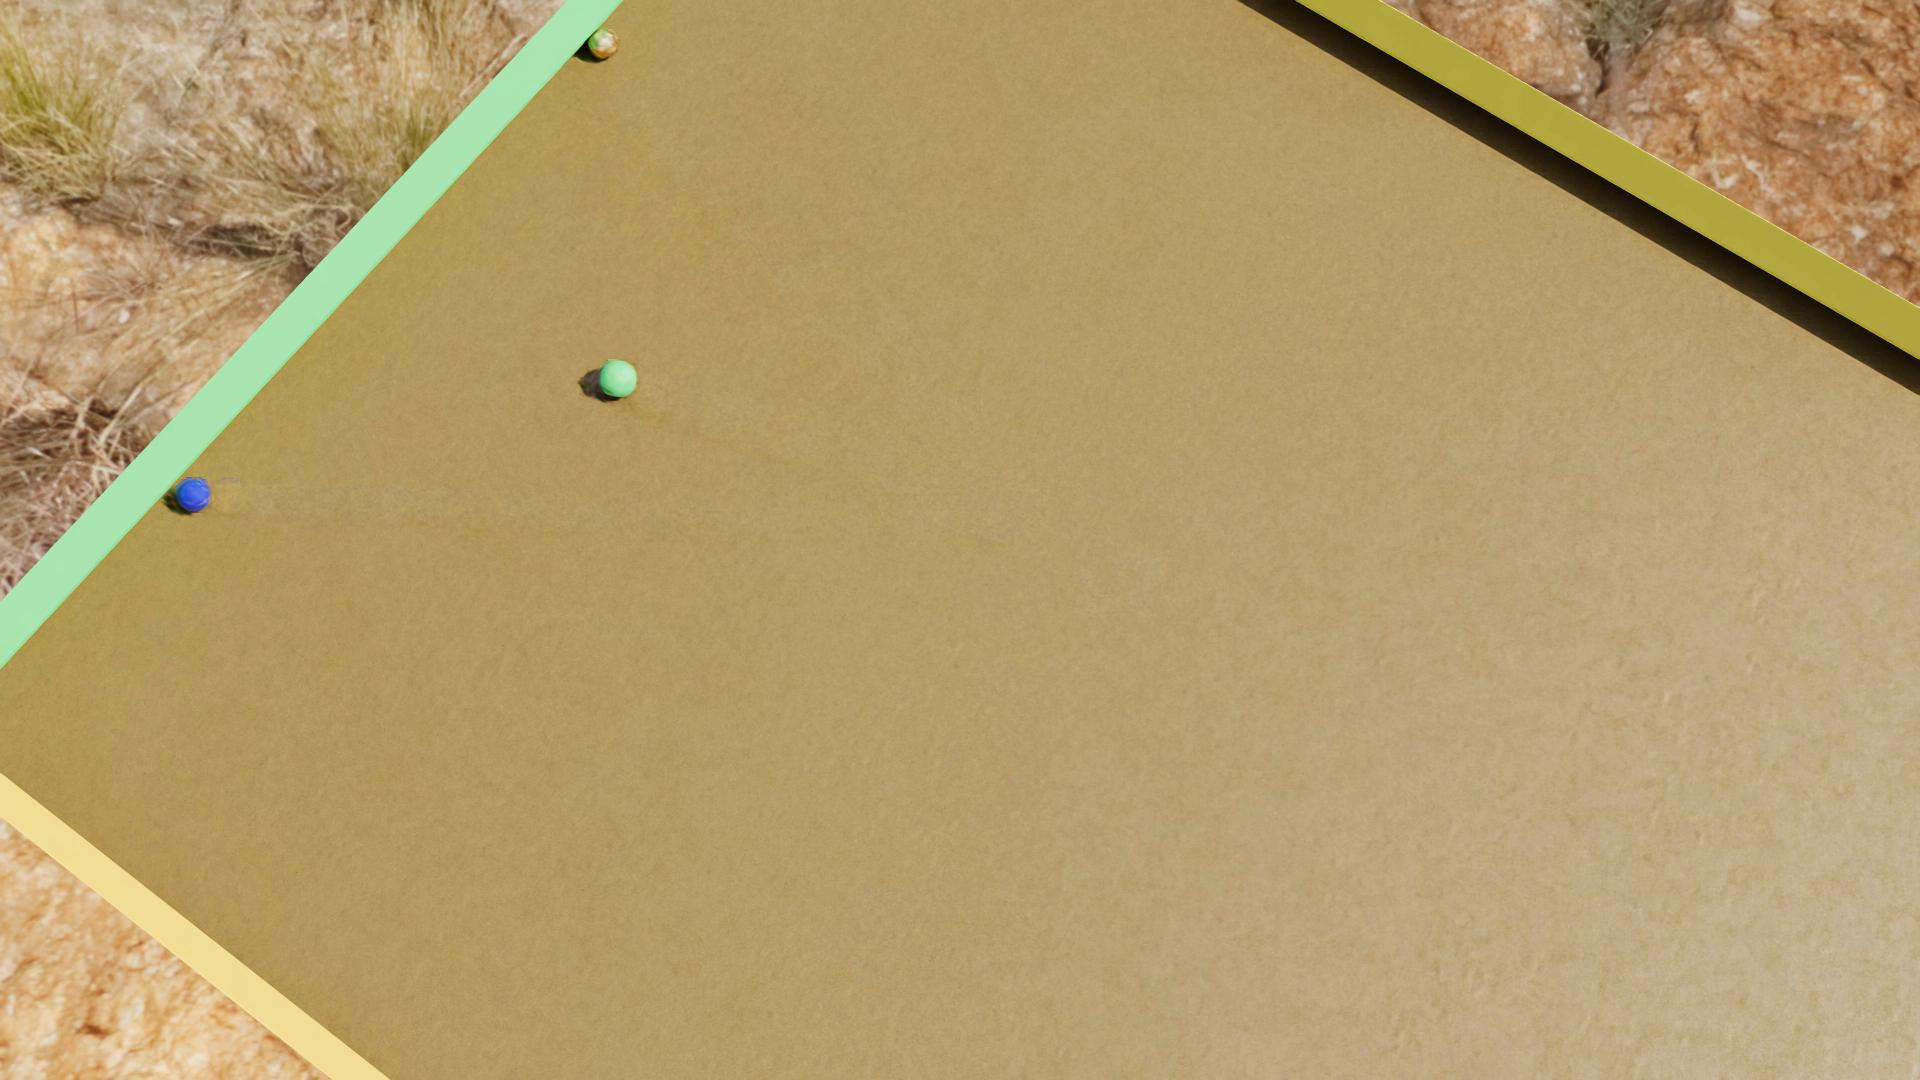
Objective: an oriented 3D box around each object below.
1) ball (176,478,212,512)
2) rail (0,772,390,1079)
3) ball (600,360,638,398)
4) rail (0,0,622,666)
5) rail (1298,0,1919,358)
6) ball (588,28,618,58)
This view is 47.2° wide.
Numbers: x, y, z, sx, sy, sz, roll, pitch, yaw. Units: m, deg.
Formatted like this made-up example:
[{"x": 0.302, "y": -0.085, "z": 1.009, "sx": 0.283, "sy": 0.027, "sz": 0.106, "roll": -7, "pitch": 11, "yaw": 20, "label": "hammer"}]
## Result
[{"x": -1.230, "y": -0.072, "z": 3.530, "sx": 0.052, "sy": 0.052, "sz": 0.052, "roll": 0, "pitch": 68, "yaw": 0, "label": "ball"}, {"x": 0.213, "y": 1.486, "z": 2.864, "sx": 4.465, "sy": 0.111, "sz": 0.045, "roll": 34, "pitch": 72, "yaw": 13, "label": "rail"}, {"x": -0.560, "y": -0.264, "z": 3.604, "sx": 0.062, "sy": 0.062, "sz": 0.062, "roll": 0, "pitch": 68, "yaw": 0, "label": "ball"}, {"x": -0.887, "y": -0.601, "z": 3.714, "sx": 0.045, "sy": 0.111, "sz": 2.422, "roll": 34, "pitch": 72, "yaw": 13, "label": "rail"}, {"x": 1.599, "y": -0.300, "z": 3.591, "sx": 4.465, "sy": 0.111, "sz": 0.045, "roll": 34, "pitch": 72, "yaw": 13, "label": "rail"}, {"x": -0.627, "y": -0.871, "z": 3.856, "sx": 0.052, "sy": 0.052, "sz": 0.052, "roll": 0, "pitch": 68, "yaw": 0, "label": "ball"}]
